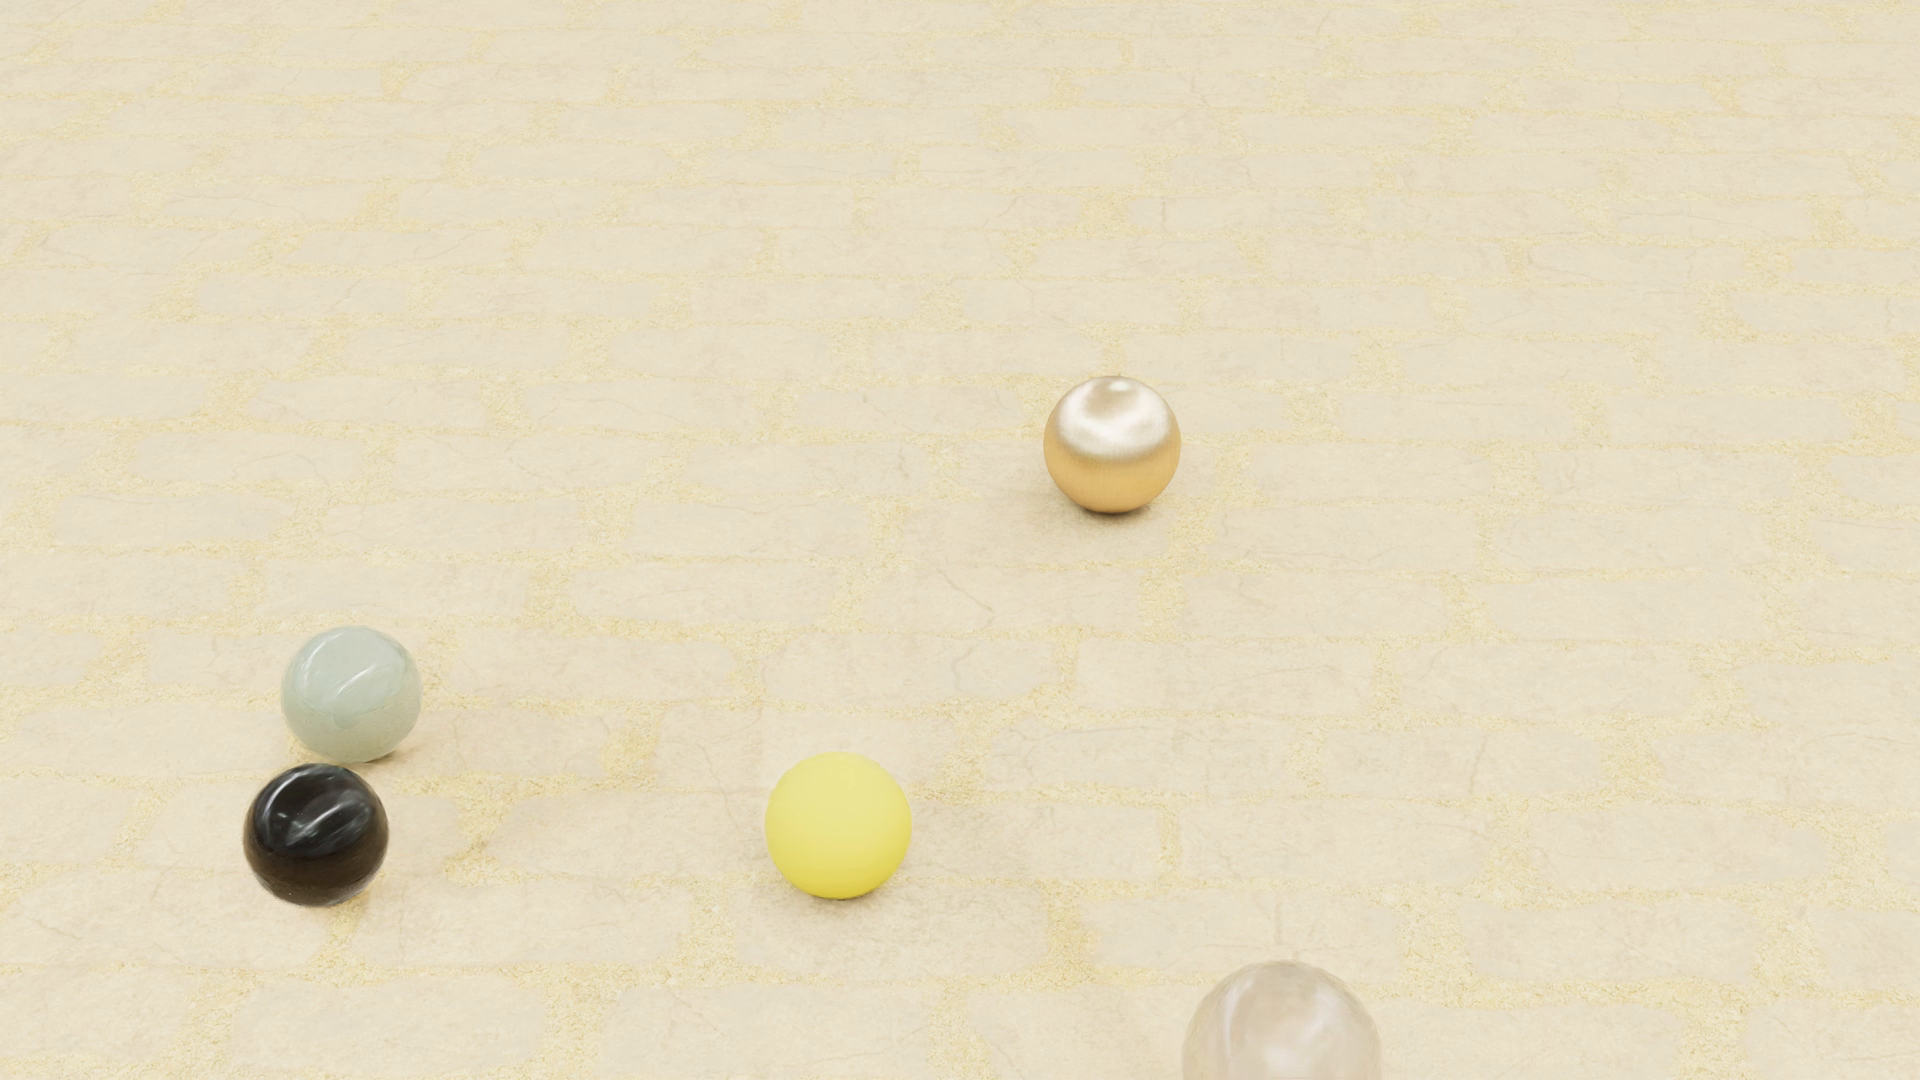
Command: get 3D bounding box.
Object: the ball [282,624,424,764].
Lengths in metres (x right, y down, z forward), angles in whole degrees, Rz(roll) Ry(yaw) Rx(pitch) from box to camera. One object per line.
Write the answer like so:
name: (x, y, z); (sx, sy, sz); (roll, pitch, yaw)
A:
ball: (-0.303, 0.077, 1.467); (0.069, 0.069, 0.069); (0, 31, 0)

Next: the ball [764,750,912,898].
ball: (-0.057, 0.133, 1.376); (0.069, 0.069, 0.069); (0, 31, 0)

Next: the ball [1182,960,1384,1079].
ball: (0.134, 0.217, 1.224); (0.084, 0.084, 0.084); (0, 31, 0)

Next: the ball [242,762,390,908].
ball: (-0.300, 0.137, 1.370); (0.068, 0.068, 0.068); (0, 31, 0)

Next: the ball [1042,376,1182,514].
ball: (0.086, -0.054, 1.672); (0.079, 0.079, 0.079); (0, 31, 0)
